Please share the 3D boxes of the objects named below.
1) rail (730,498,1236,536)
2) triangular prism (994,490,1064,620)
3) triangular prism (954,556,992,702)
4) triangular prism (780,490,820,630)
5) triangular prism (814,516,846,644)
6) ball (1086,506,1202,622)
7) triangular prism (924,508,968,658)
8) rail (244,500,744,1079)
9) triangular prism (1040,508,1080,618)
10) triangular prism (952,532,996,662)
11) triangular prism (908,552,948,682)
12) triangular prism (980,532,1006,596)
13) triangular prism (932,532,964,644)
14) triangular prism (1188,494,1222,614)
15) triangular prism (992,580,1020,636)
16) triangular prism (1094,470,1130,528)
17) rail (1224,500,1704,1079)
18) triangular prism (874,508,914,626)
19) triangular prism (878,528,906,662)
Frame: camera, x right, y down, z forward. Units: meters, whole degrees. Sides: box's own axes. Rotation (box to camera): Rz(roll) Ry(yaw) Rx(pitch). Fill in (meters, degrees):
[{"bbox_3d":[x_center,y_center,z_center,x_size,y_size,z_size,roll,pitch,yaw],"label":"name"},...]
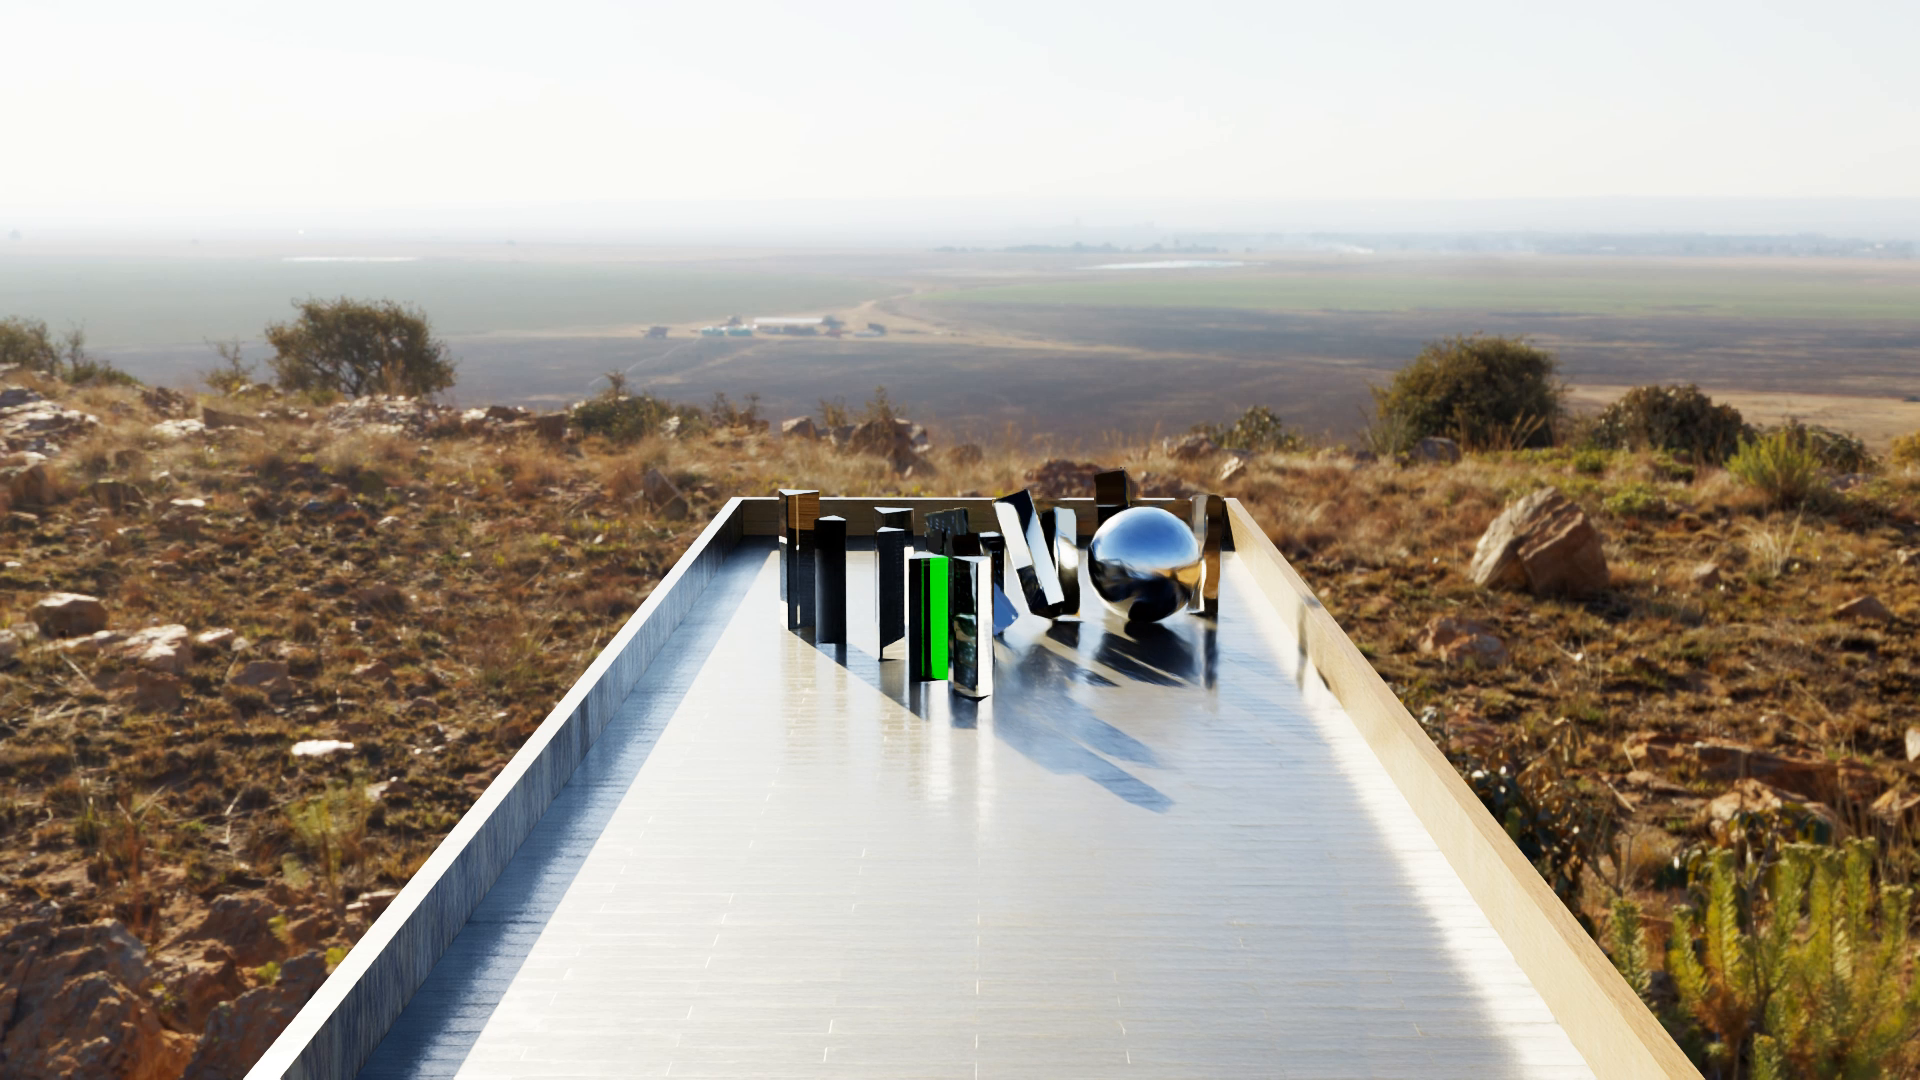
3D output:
[{"bbox_3d":[0.099,-0.098,9.147,2.100,0.150,0.050,0,9,1],"label":"rail"},{"bbox_3d":[0.239,0.057,7.348,0.124,0.440,0.108,-20,-29,5],"label":"triangular prism"},{"bbox_3d":[0.054,0.246,6.191,0.097,0.396,0.112,-7,11,-36],"label":"triangular prism"},{"bbox_3d":[-0.551,0.060,7.216,0.138,0.444,0.120,-9,13,-44],"label":"triangular prism"},{"bbox_3d":[-0.403,0.125,6.956,0.099,0.396,0.086,1,9,5],"label":"triangular prism"},{"bbox_3d":[0.610,0.080,7.280,0.383,0.383,0.383,0,9,0],"label":"ball"},{"bbox_3d":[0.009,0.133,6.747,0.143,0.442,0.124,-9,-4,34],"label":"triangular prism"},{"bbox_3d":[-1.004,0.839,3.234,0.050,0.150,12.000,0,9,1],"label":"rail"},{"bbox_3d":[0.319,0.079,7.343,0.101,0.358,0.117,-8,-9,34],"label":"triangular prism"},{"bbox_3d":[0.060,0.177,6.639,0.095,0.394,0.082,-9,-3,28],"label":"triangular prism"},{"bbox_3d":[-0.105,0.224,6.431,0.118,0.366,0.102,-2,9,-15],"label":"triangular prism"},{"bbox_3d":[0.099,0.131,7.215,0.121,0.304,0.105,2,9,11],"label":"triangular prism"},{"bbox_3d":[-0.063,0.149,6.977,0.115,0.343,0.100,-6,11,-35],"label":"triangular prism"},{"bbox_3d":[0.815,0.046,7.443,0.088,0.396,0.102,0,-4,39],"label":"triangular prism"},{"bbox_3d":[0.071,0.139,7.063,0.111,0.318,0.096,-39,0,42],"label":"triangular prism"},{"bbox_3d":[0.564,-0.004,7.578,0.125,0.456,0.108,-10,-8,40],"label":"triangular prism"},{"bbox_3d":[1.046,0.843,3.208,0.050,0.150,12.000,0,9,1],"label":"rail"},{"bbox_3d":[-0.240,0.089,7.226,0.132,0.383,0.114,-9,13,-44],"label":"triangular prism"},{"bbox_3d":[-0.221,0.164,6.694,0.087,0.400,0.075,-4,10,-22],"label":"triangular prism"}]
